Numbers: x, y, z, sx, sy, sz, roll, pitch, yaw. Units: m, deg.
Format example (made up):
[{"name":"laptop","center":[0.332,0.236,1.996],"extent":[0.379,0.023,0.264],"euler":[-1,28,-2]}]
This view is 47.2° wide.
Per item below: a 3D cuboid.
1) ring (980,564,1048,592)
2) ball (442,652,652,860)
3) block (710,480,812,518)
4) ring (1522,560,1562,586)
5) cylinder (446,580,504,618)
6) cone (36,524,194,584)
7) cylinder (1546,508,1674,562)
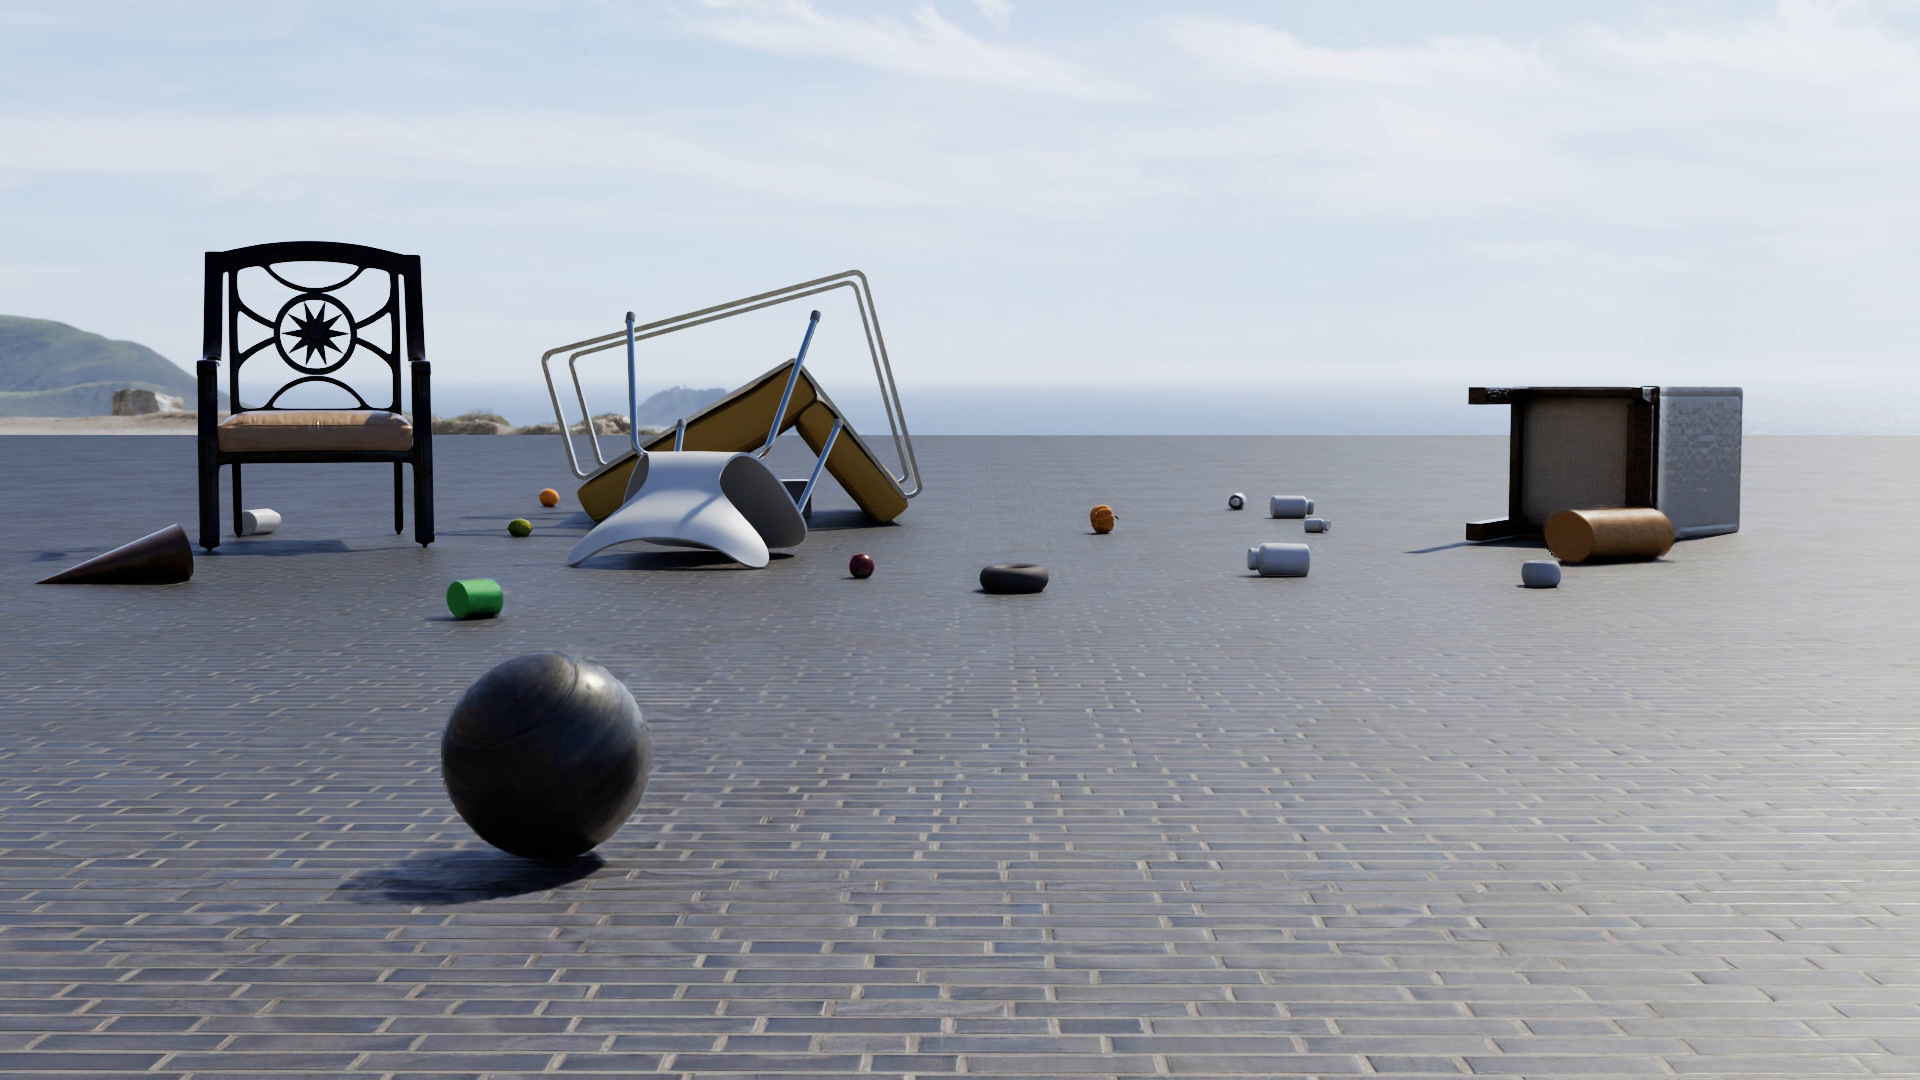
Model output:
[{"name":"ring","center":[0.121,0.085,4.915],"extent":[0.155,0.055,0.184],"euler":[-1,5,-1]},{"name":"ball","center":[-0.395,0.206,2.104],"extent":[0.197,0.197,0.197],"euler":[0,4,0]},{"name":"block","center":[-0.706,-0.149,7.804],"extent":[0.340,0.126,0.152],"euler":[-1,4,-11]},{"name":"ring","center":[1.328,0.076,5.023],"extent":[0.083,0.057,0.101],"euler":[-3,3,-15]},{"name":"cylinder","center":[-0.957,0.116,4.339],"extent":[0.073,0.070,0.096],"euler":[-6,10,-39]},{"name":"cone","center":[-1.990,0.064,5.144],"extent":[0.337,0.132,0.260],"euler":[-15,6,-27]},{"name":"cylinder","center":[1.704,-0.014,5.769],"extent":[0.290,0.133,0.173],"euler":[-2,14,-30]}]
